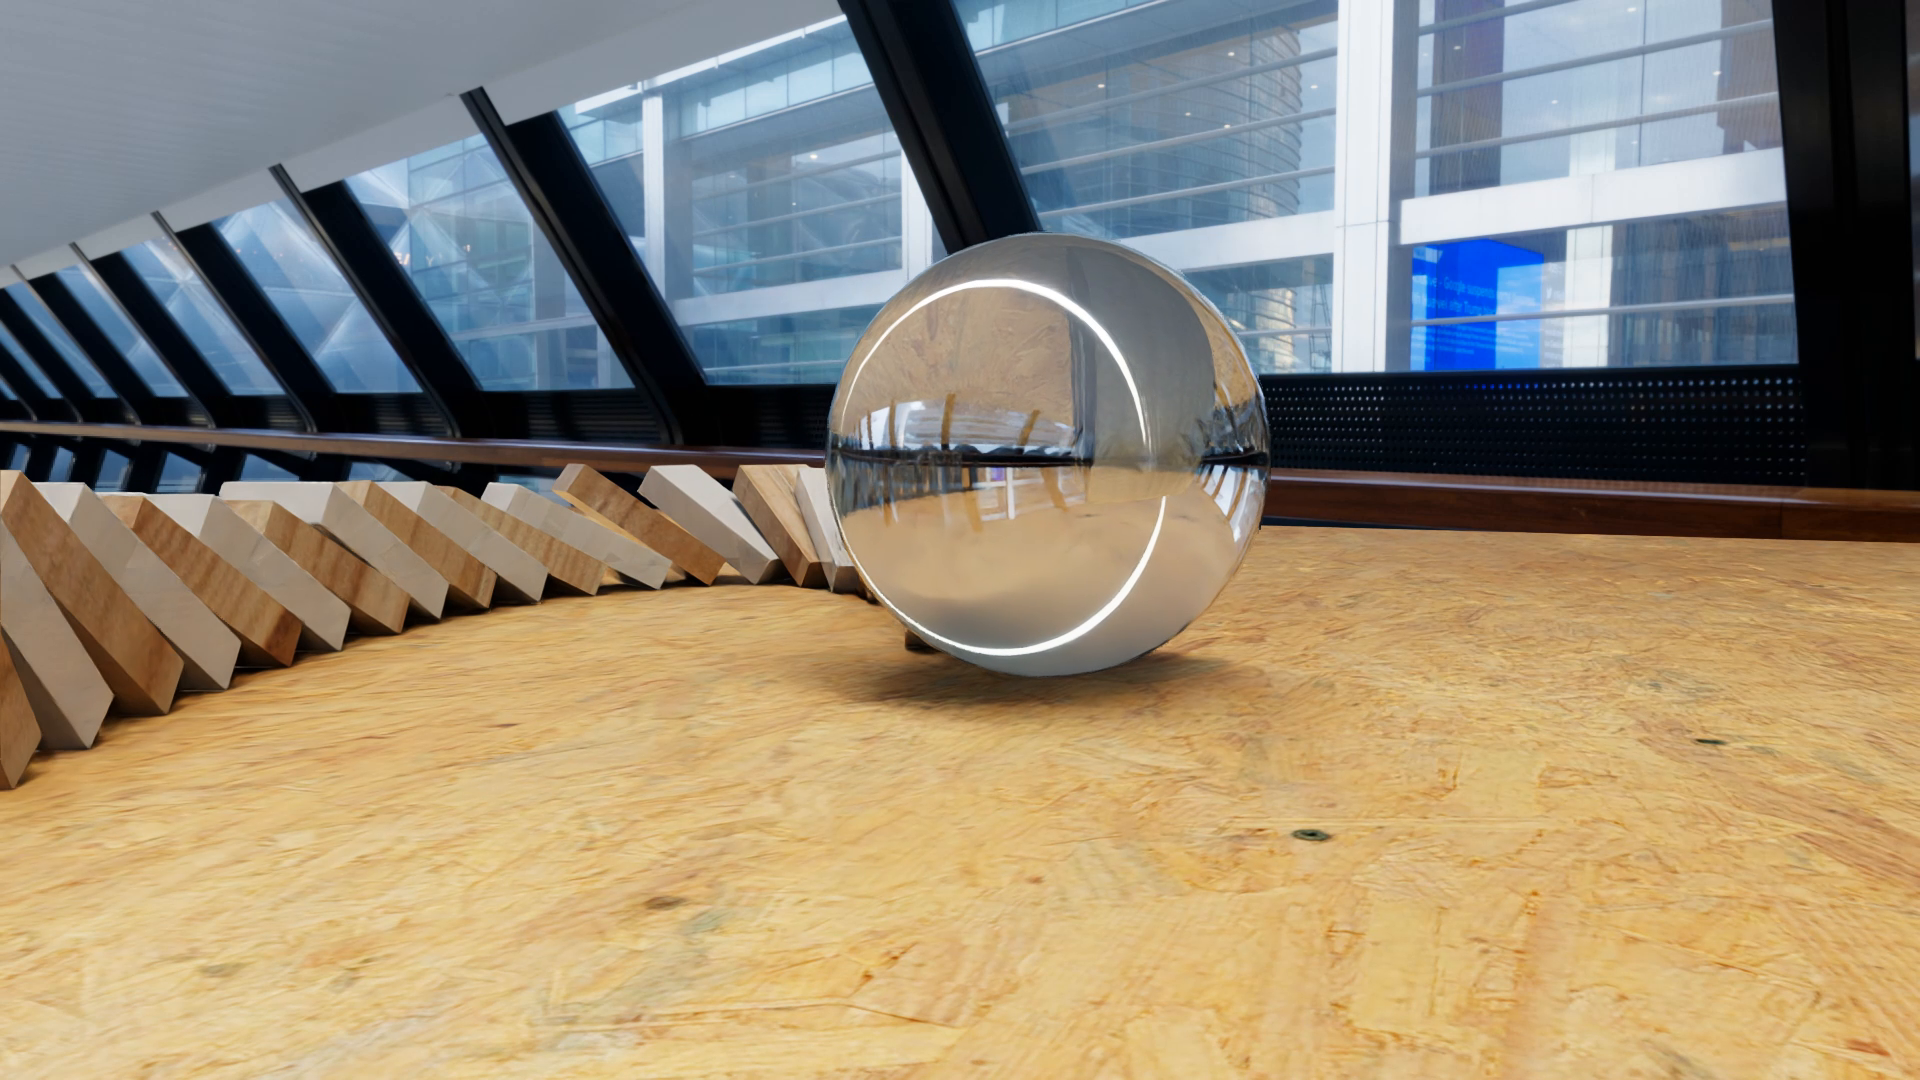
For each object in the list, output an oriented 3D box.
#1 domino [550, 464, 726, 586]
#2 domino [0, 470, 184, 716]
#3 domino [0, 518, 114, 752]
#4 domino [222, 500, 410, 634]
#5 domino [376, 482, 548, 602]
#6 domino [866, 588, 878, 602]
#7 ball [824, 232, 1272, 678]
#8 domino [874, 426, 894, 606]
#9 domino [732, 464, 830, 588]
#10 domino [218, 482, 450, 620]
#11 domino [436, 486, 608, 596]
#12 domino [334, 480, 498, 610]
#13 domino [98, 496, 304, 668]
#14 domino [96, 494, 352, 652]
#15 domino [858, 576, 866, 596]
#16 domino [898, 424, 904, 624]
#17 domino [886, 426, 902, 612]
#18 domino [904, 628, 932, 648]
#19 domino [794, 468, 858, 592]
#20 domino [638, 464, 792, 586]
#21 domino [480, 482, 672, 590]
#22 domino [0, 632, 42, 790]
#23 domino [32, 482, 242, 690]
[{"bbox_3d":[-0.096,-0.005,0.383,0.050,0.010,0.025,37,-14,-25],"label":"domino"},{"bbox_3d":[-0.136,0.009,0.183,0.025,0.009,0.050,0,-35,-5],"label":"domino"},{"bbox_3d":[-0.132,0.008,0.163,0.025,0.050,0.009,-1,46,-7],"label":"domino"},{"bbox_3d":[-0.140,0.007,0.268,0.025,0.009,0.050,1,-23,9],"label":"domino"},{"bbox_3d":[-0.130,0.001,0.325,0.025,0.010,0.050,0,-26,20],"label":"domino"},{"bbox_3d":[-0.014,-0.008,0.355,0.025,0.050,0.010,-1,-28,-8],"label":"domino"},{"bbox_3d":[0.016,-0.015,0.233,0.080,0.080,0.080,0,4,0],"label":"ball"},{"bbox_3d":[-0.009,-0.007,0.344,0.025,0.050,0.009,-1,-28,-7],"label":"domino"},{"bbox_3d":[-0.049,-0.005,0.400,0.025,0.010,0.050,-3,39,-38],"label":"domino"},{"bbox_3d":[-0.138,0.003,0.285,0.025,0.009,0.050,1,-26,8],"label":"domino"},{"bbox_3d":[-0.125,0.000,0.351,0.025,0.010,0.050,4,-22,41],"label":"domino"},{"bbox_3d":[-0.136,0.002,0.305,0.025,0.009,0.050,-2,-26,15],"label":"domino"},{"bbox_3d":[-0.141,0.009,0.225,0.025,0.009,0.050,0,-27,4],"label":"domino"},{"bbox_3d":[-0.141,0.007,0.244,0.025,0.009,0.050,0,-27,4],"label":"domino"},{"bbox_3d":[-0.017,-0.007,0.370,0.025,0.050,0.009,0,-39,-7],"label":"domino"},{"bbox_3d":[-0.002,-0.004,0.311,0.025,0.050,0.009,0,-28,-5],"label":"domino"},{"bbox_3d":[-0.006,-0.006,0.333,0.025,0.050,0.009,-1,-28,-7],"label":"domino"},{"bbox_3d":[0.000,-0.002,0.277,0.025,0.050,0.009,0,-28,-5],"label":"domino"},{"bbox_3d":[-0.032,-0.004,0.387,0.025,0.009,0.050,-2,37,-22],"label":"domino"},{"bbox_3d":[-0.074,-0.005,0.402,0.050,0.009,0.025,37,16,15],"label":"domino"},{"bbox_3d":[-0.111,-0.001,0.369,0.050,0.009,0.025,31,-15,-35],"label":"domino"},{"bbox_3d":[-0.127,0.008,0.145,0.025,0.050,0.009,-1,35,-12],"label":"domino"},{"bbox_3d":[-0.139,0.009,0.202,0.025,0.010,0.050,0,-31,-2],"label":"domino"}]
